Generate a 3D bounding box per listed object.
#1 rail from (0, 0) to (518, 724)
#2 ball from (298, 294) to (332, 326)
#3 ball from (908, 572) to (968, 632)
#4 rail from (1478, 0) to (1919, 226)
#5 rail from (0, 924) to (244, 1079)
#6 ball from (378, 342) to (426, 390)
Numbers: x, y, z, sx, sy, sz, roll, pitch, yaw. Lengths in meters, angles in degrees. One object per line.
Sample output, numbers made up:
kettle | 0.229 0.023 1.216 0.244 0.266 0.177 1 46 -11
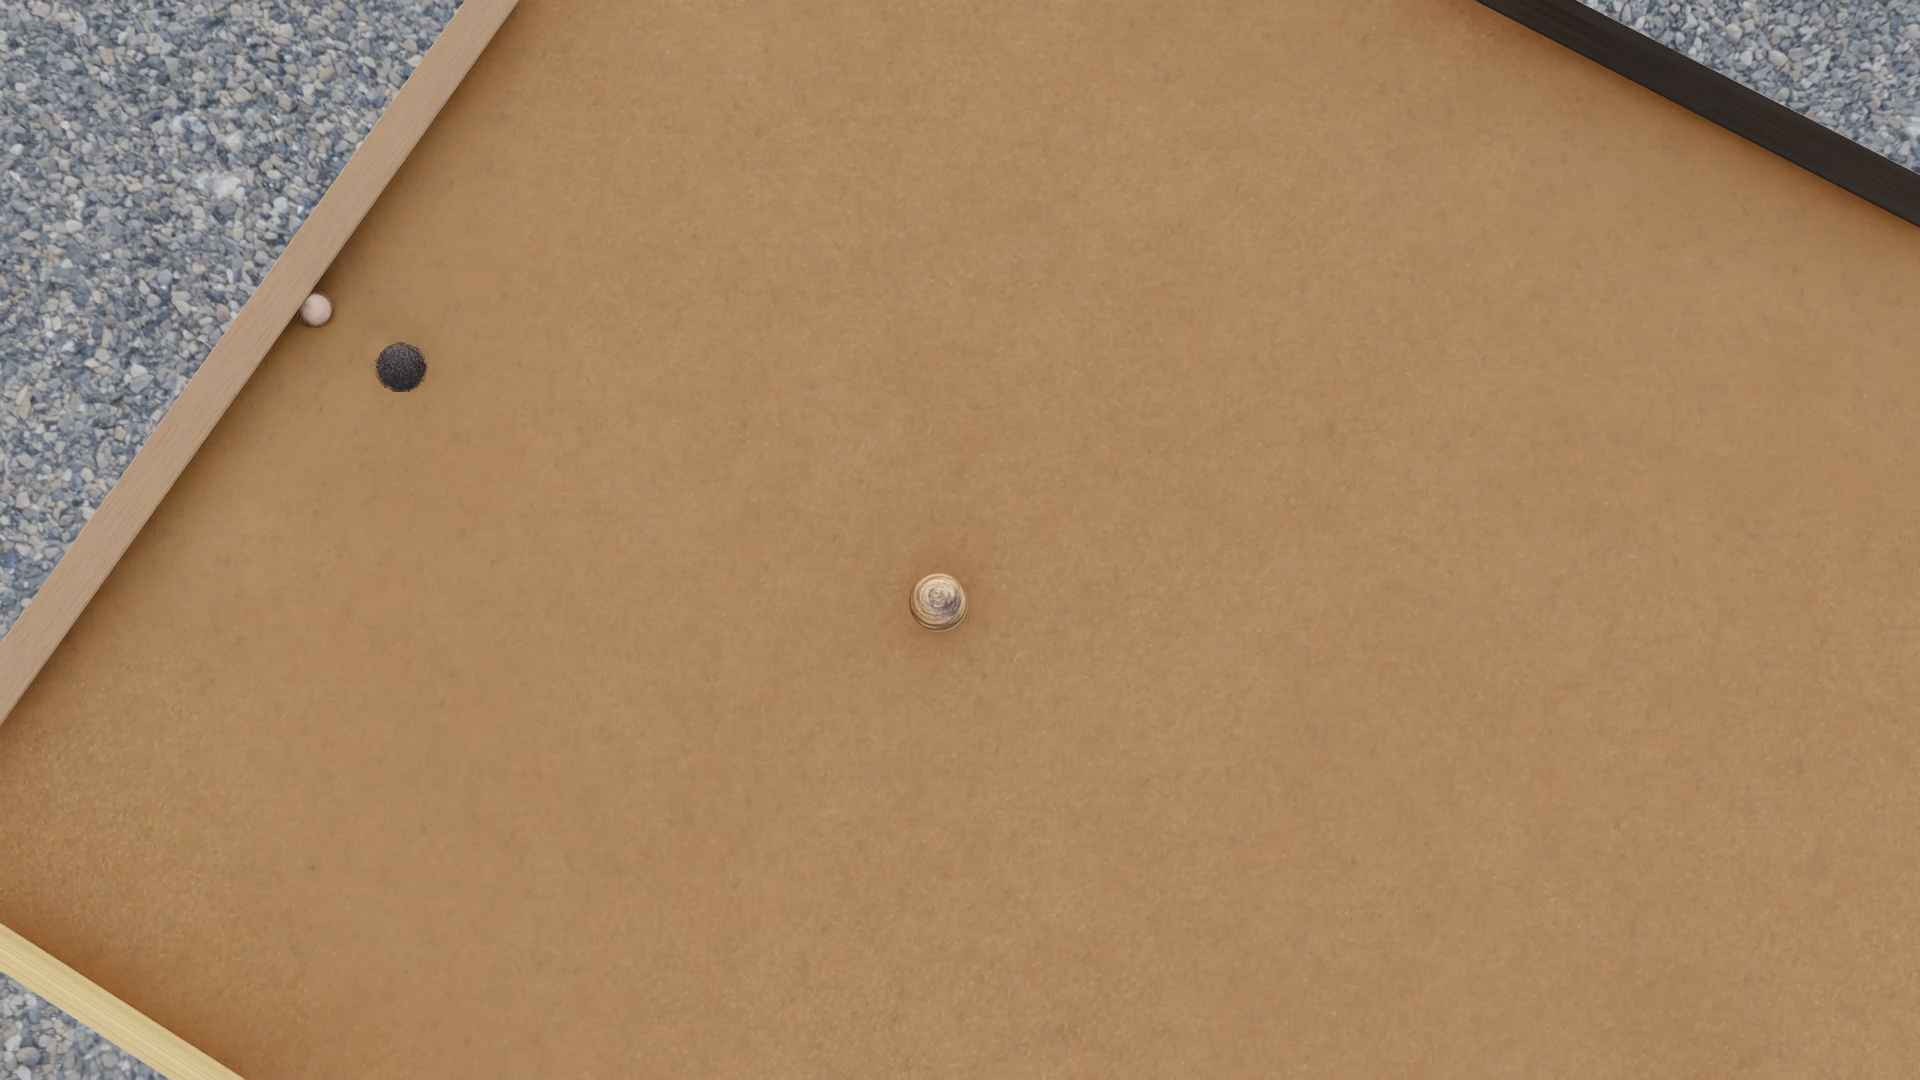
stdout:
rail | -0.947 -0.544 3.479 0.045 0.117 2.499 30 77 8
ball | -1.016 -0.363 3.464 0.050 0.050 0.050 0 75 0
ball | -0.032 0.095 3.318 0.090 0.090 0.090 0 75 0
rail | 1.589 -0.475 3.460 4.490 0.117 0.045 30 77 8
rail | 0.345 1.561 2.899 4.490 0.117 0.045 30 77 8
ball | -0.870 -0.271 3.427 0.074 0.074 0.074 0 75 0
